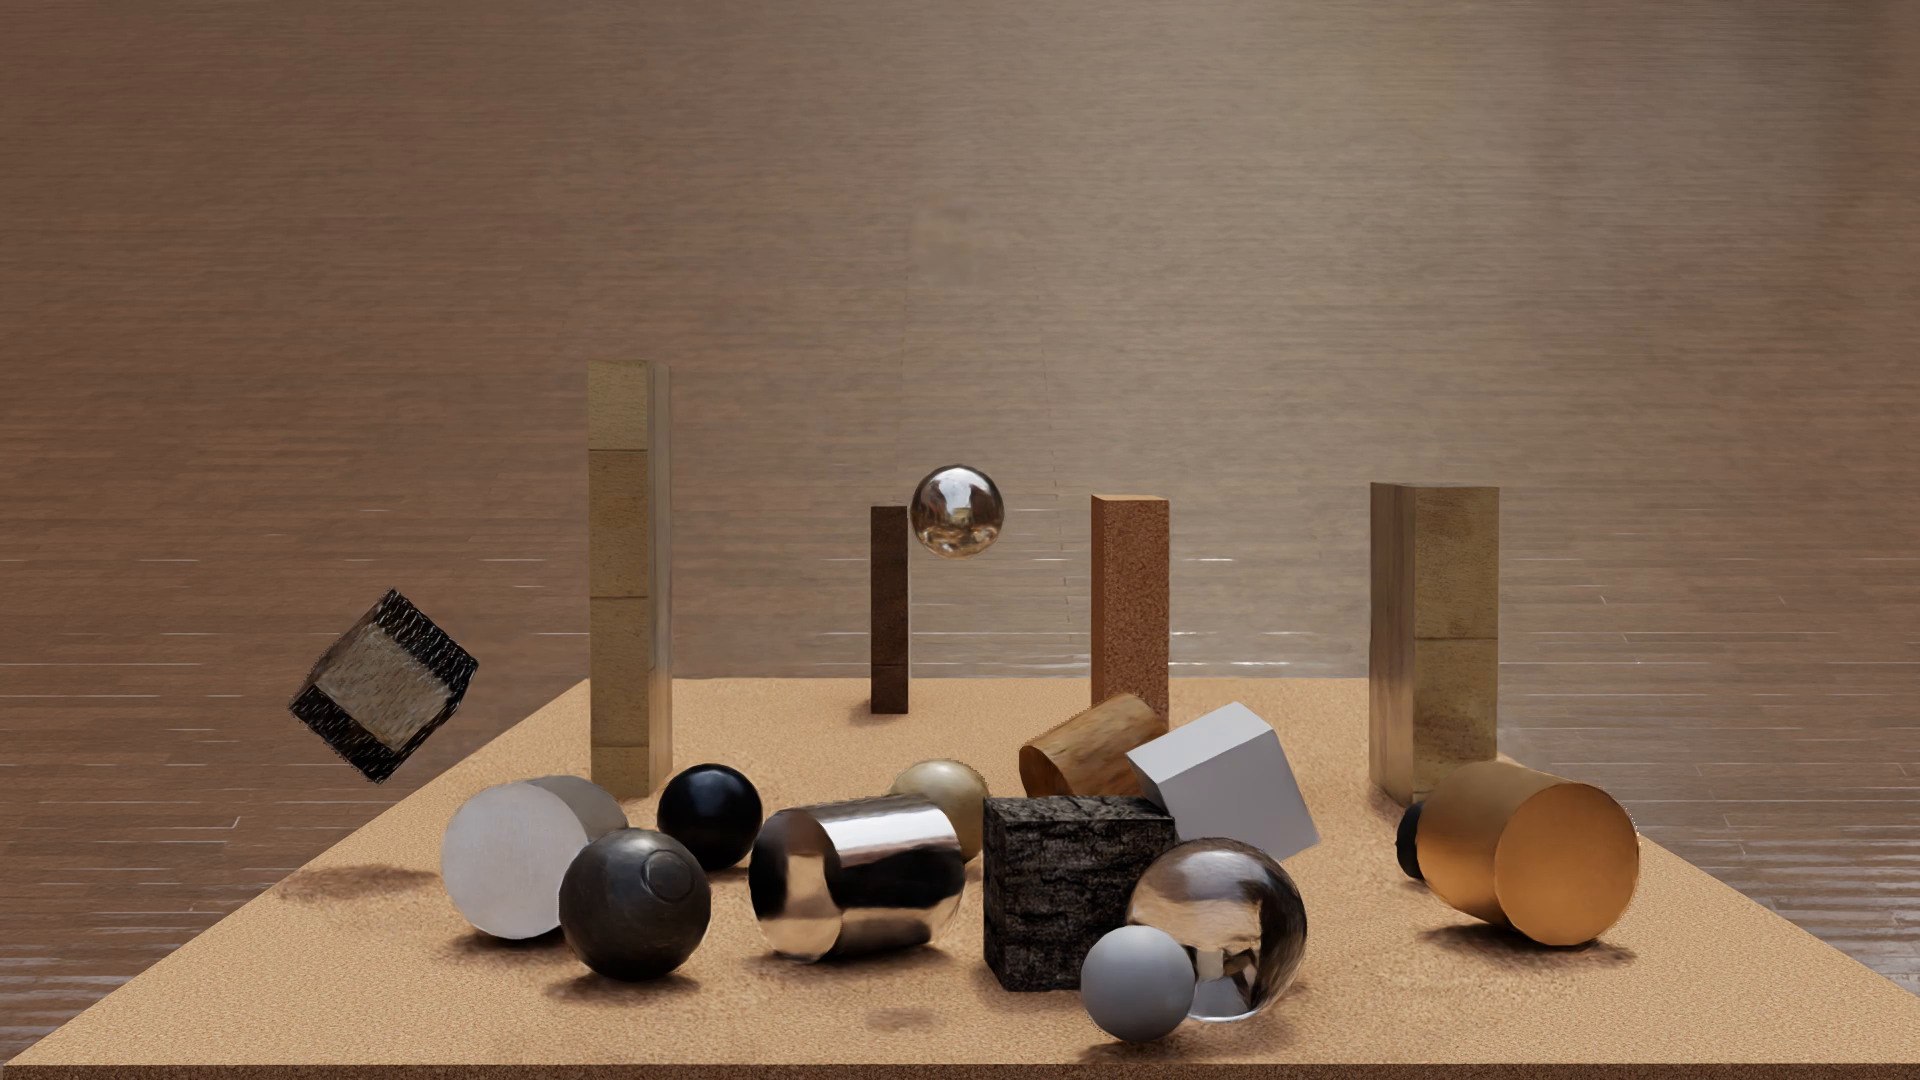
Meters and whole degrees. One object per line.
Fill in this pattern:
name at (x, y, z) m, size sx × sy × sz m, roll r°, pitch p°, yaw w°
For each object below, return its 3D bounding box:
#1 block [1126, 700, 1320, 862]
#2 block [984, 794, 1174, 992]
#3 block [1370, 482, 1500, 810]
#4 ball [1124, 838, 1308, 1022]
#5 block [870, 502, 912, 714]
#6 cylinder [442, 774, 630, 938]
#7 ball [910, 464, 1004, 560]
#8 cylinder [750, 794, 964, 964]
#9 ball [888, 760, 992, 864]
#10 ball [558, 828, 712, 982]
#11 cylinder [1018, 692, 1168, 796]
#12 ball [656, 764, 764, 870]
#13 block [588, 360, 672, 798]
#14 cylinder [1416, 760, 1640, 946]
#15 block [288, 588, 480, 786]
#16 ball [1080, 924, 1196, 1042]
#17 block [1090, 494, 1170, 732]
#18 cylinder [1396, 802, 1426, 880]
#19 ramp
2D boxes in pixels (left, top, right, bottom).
block at (0.305, 0.300, 3.002) m, size 0.148 × 0.148 × 0.148 m, roll -25°, pitch 12°, yaw -6°
block at (0.134, 0.404, 2.970) m, size 0.190 × 0.190 × 0.190 m, roll 0°, pitch 2°, yaw -7°
block at (0.802, 0.172, 4.388) m, size 0.136 × 0.534 × 0.444 m, roll 0°, pitch 2°, yaw 0°
ball at (0.271, 0.412, 2.724) m, size 0.194 × 0.194 × 0.194 m, roll 0°, pitch 23°, yaw 0°
block at (-0.157, 0.147, 5.900) m, size 0.082 × 0.460 × 0.402 m, roll 0°, pitch 2°, yaw 0°
cylinder at (-0.521, 0.390, 3.190) m, size 0.187 × 0.187 × 0.187 m, roll 4°, pitch -1°, yaw 9°
ball at (-0.003, -0.033, 3.013) m, size 0.111 × 0.111 × 0.111 m, roll 0°, pitch 23°, yaw 0°
cylinder at (-0.124, 0.403, 3.080) m, size 0.183 × 0.183 × 0.183 m, roll -2°, pitch 19°, yaw -42°
ball at (-0.030, 0.391, 3.664) m, size 0.158 × 0.158 × 0.158 m, roll 0°, pitch 23°, yaw 0°
ball at (-0.370, 0.415, 2.930) m, size 0.173 × 0.173 × 0.173 m, roll 0°, pitch 23°, yaw 0°
cylinder at (0.195, 0.321, 3.573) m, size 0.164 × 0.164 × 0.164 m, roll -27°, pitch 32°, yaw -22°
ball at (-0.355, 0.394, 3.664) m, size 0.152 × 0.152 × 0.152 m, roll 0°, pitch 23°, yaw 0°
block at (-0.580, 0.060, 4.559) m, size 0.099 × 0.746 × 0.363 m, roll 0°, pitch 2°, yaw 0°
cylinder at (0.697, 0.383, 3.173) m, size 0.198 × 0.198 × 0.198 m, roll -8°, pitch 5°, yaw -17°
block at (-0.826, 0.209, 3.702) m, size 0.168 × 0.168 × 0.168 m, roll -43°, pitch 14°, yaw 15°
ball at (0.179, 0.448, 2.600) m, size 0.117 × 0.117 × 0.117 m, roll 0°, pitch 23°, yaw 0°
block at (0.297, 0.179, 4.546) m, size 0.109 × 0.509 × 0.417 m, roll 0°, pitch 2°, yaw 0°
cylinder at (0.678, 0.420, 3.542) m, size 0.109 × 0.109 × 0.109 m, roll -19°, pitch 14°, yaw -37°
ramp at (0.053, 0.484, 4.539) m, size 2.000 × 0.100 × 4.000 m, roll 0°, pitch 2°, yaw 0°
